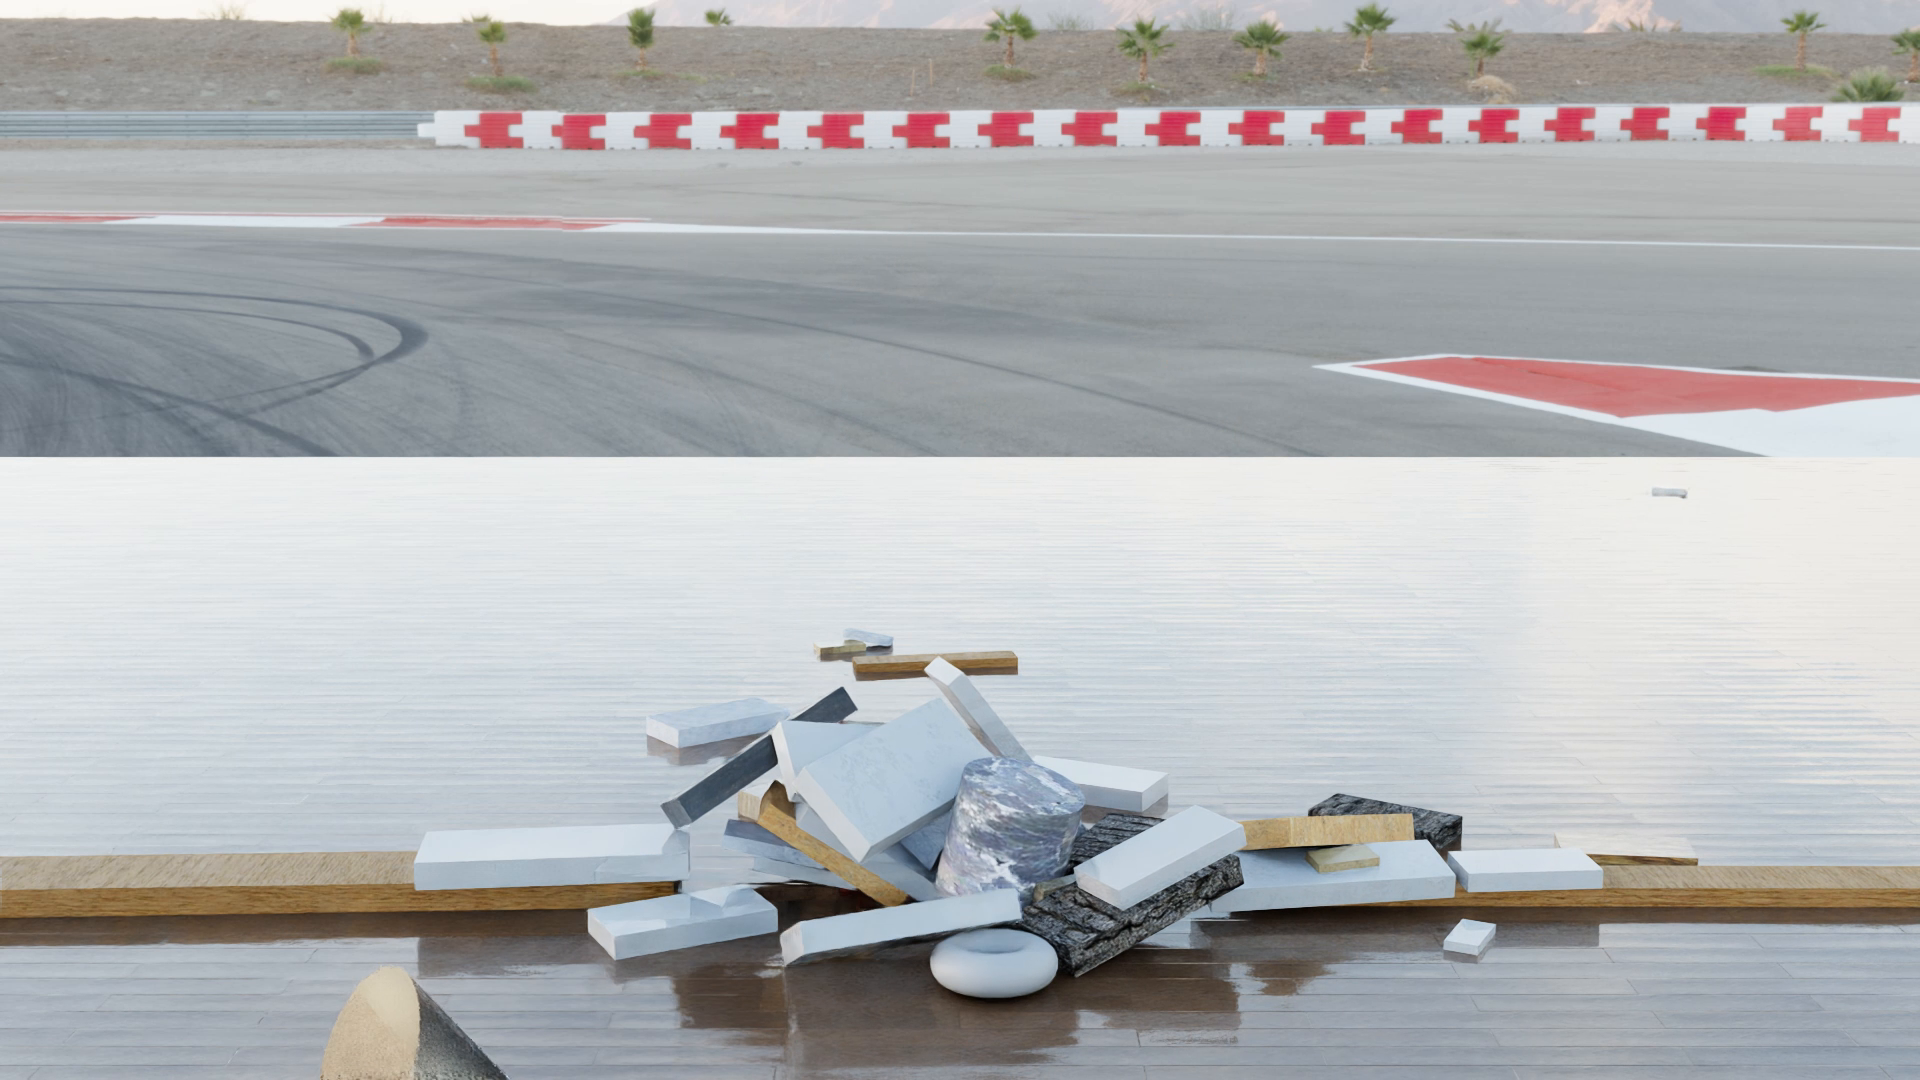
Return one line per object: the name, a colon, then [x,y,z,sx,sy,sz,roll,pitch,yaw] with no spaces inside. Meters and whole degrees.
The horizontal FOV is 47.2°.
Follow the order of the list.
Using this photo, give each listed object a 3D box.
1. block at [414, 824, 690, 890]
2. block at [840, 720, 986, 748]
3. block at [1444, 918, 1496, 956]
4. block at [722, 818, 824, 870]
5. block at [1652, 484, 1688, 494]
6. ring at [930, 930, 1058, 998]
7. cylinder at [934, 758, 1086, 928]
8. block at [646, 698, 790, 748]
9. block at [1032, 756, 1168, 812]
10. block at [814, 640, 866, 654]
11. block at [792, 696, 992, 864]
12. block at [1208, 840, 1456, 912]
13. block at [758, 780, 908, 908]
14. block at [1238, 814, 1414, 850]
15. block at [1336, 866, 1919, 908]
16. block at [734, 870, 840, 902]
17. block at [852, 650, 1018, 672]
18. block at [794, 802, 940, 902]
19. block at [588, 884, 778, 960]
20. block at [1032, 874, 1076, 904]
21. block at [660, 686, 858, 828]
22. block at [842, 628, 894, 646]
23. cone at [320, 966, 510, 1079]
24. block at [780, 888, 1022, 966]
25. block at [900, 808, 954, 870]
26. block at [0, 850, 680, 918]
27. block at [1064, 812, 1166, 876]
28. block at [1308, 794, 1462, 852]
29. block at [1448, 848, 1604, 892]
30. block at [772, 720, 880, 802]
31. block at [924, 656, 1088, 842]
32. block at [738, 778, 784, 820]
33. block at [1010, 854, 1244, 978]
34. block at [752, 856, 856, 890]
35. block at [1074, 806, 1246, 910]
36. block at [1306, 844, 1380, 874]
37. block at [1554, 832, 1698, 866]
block: [-0.669,0.523,3.643,0.439,0.046,0.163,-1,11,-6]
block: [-0.073,0.378,3.729,0.269,0.038,0.135,7,45,-29]
block: [0.801,0.623,3.452,0.054,0.015,0.107,6,12,27]
block: [-0.307,0.506,3.660,0.173,0.024,0.086,12,10,-3]
block: [2.506,-0.178,7.760,0.117,0.017,0.058,6,12,28]
ring: [0.051,0.630,3.278,0.191,0.064,0.191,0,7,0]
cylinder: [0.080,0.486,3.549,0.202,0.202,0.202,13,17,-4]
block: [-0.512,0.386,4.664,0.271,0.038,0.135,-8,13,-36]
block: [0.246,0.467,4.224,0.277,0.039,0.139,5,12,25]
block: [-0.295,0.261,5.394,0.117,0.017,0.059,-4,11,-20]
block: [-0.097,0.385,3.575,0.167,0.047,0.335,47,41,17]
block: [0.593,0.549,3.603,0.404,0.039,0.139,-2,17,-7]
block: [-0.207,0.503,3.624,0.271,0.038,0.135,34,8,-7]
block: [0.603,0.498,3.739,0.335,0.047,0.167,5,-13,-43]
block: [1.099,0.575,3.660,1.233,0.032,0.113,0,11,0]
block: [-0.287,0.577,3.672,0.173,0.024,0.086,0,11,-2]
block: [-0.059,0.289,5.232,0.387,0.021,0.074,-2,11,-10]
block: [-0.148,0.499,3.614,0.271,0.038,0.135,34,8,-13]
block: [-0.440,0.604,3.490,0.269,0.038,0.135,-5,12,-27]
block: [0.185,0.575,3.523,0.160,0.080,0.023,-8,27,-35]
block: [-0.338,0.365,3.691,0.335,0.047,0.167,-34,1,-20]
block: [-0.227,0.240,5.440,0.117,0.017,0.059,11,7,9]
cone: [-0.658,0.692,2.828,0.237,0.237,0.237,26,-7,-37]
block: [-0.092,0.585,3.327,0.335,0.047,0.167,-6,-15,-17]
block: [0.015,0.480,3.776,0.327,0.046,0.163,-1,33,-49]
block: [-1.134,0.569,3.653,1.324,0.047,0.167,0,11,-3]
block: [0.281,0.540,3.832,0.139,0.039,0.277,4,11,23]
block: [0.771,0.512,3.993,0.247,0.035,0.123,7,13,34]
block: [0.935,0.546,3.643,0.225,0.032,0.112,-1,11,-5]
block: [-0.167,0.369,3.613,0.269,0.038,0.135,6,46,-30]
block: [0.086,0.376,3.885,0.035,0.404,0.123,-41,21,-9]
block: [-0.240,0.477,4.149,0.327,0.046,0.163,-10,14,-43]
block: [0.261,0.564,3.442,0.335,0.047,0.167,-23,21,-27]
block: [-0.255,0.542,3.663,0.173,0.024,0.086,12,10,-3]
block: [0.316,0.498,3.466,0.247,0.035,0.123,-23,20,-26]
block: [0.626,0.522,3.601,0.107,0.015,0.054,-5,18,-15]
block: [1.155,0.545,3.822,0.225,0.032,0.113,1,11,8]
